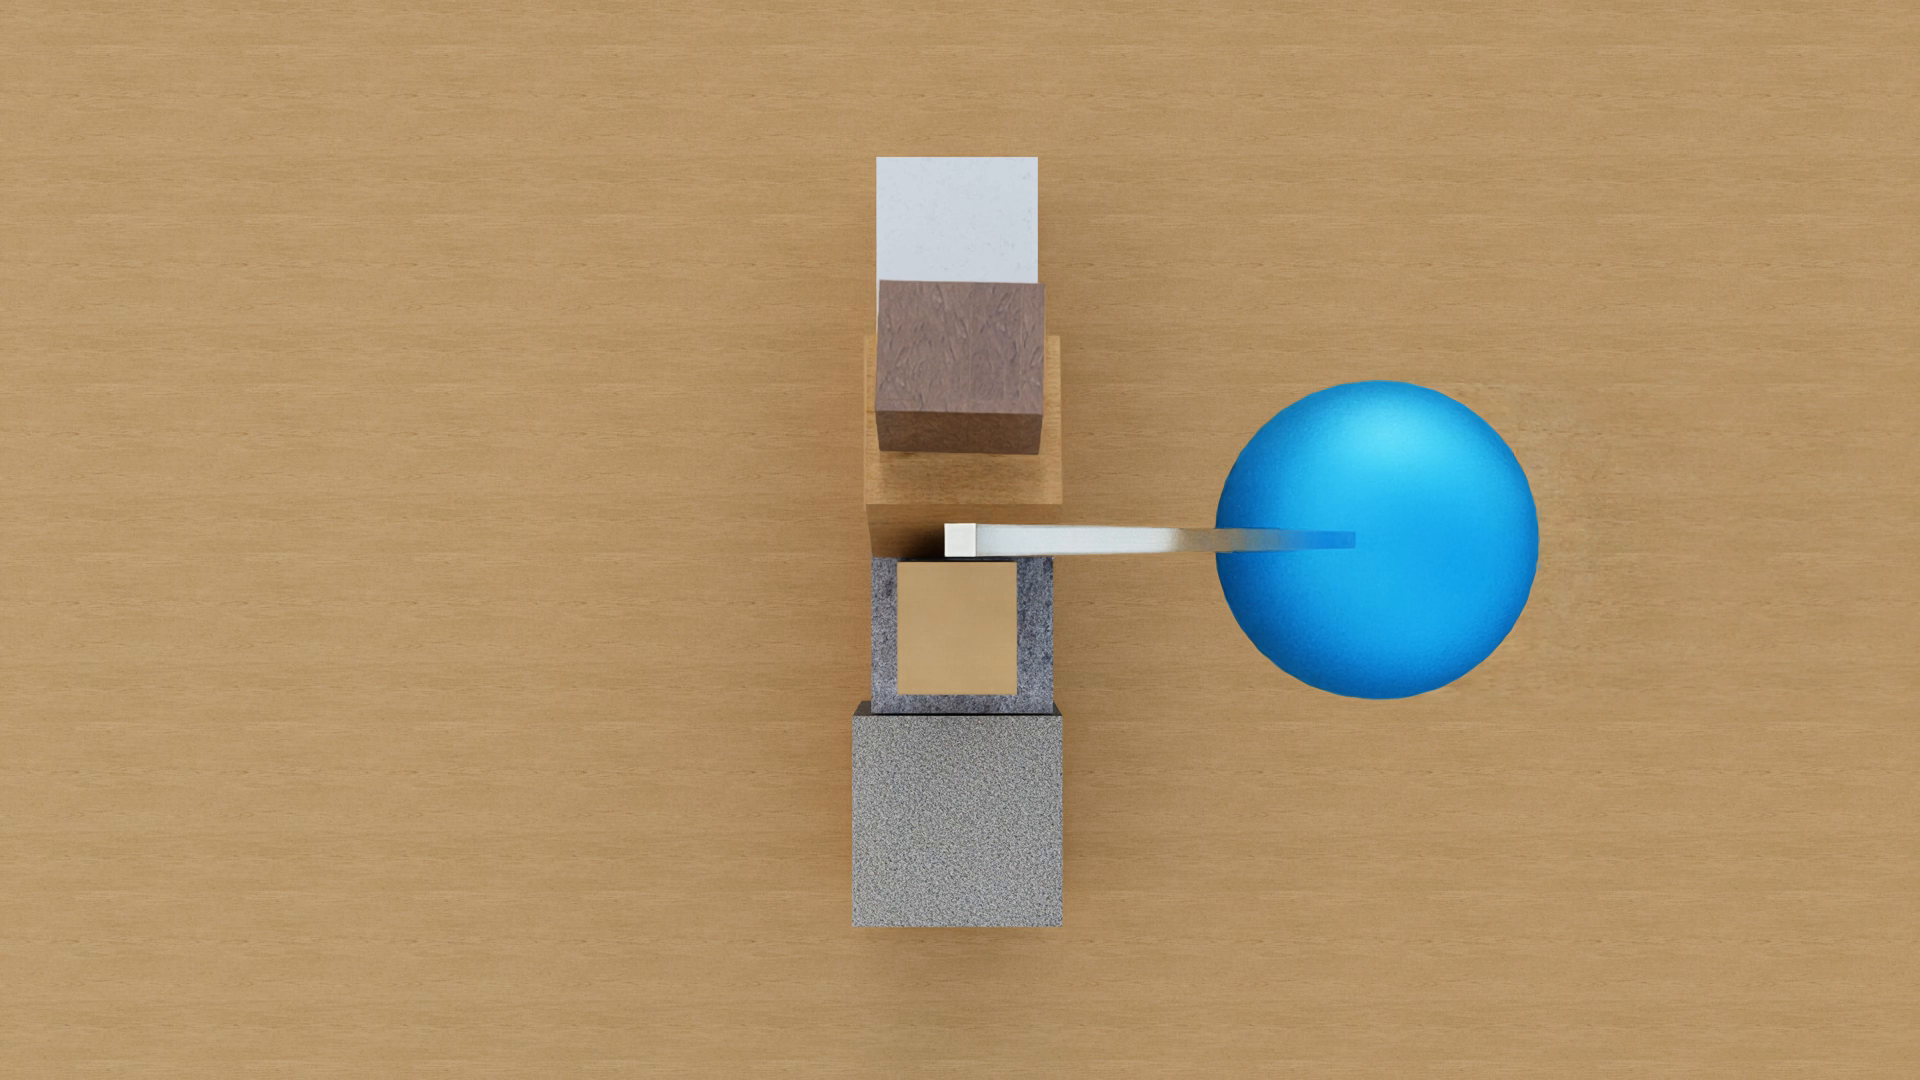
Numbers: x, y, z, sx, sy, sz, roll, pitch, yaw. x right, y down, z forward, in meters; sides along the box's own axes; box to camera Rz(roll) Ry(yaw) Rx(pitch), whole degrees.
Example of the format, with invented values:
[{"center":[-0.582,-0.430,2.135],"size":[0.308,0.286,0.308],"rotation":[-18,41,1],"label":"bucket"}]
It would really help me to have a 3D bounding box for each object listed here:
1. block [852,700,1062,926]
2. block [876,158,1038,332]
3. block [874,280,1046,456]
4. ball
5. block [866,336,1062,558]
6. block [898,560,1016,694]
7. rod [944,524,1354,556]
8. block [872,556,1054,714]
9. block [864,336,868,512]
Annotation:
[{"center":[-0.014,1.519,12.433],"size":[1.136,1.134,1.137],"rotation":[0,90,0],"label":"block"},{"center":[-0.016,-1.612,12.497],"size":[0.878,1.006,0.951],"rotation":[0,90,0],"label":"block"},{"center":[0.003,-0.835,10.741],"size":[0.794,0.632,0.660],"rotation":[1,75,0],"label":"block"},{"center":[2.074,0.000,11.001],"size":[1.600,1.600,1.600],"rotation":[0,90,0],"label":"ball"},{"center":[0.018,-0.471,11.497],"size":[0.975,1.020,0.888],"rotation":[0,75,0],"label":"block"},{"center":[-0.015,0.449,11.558],"size":[0.608,0.759,0.673],"rotation":[0,90,0],"label":"block"},{"center":[0.899,0.000,7.811],"size":[0.080,5.200,0.080],"rotation":[0,90,20],"label":"rod"},{"center":[0.012,0.396,12.469],"size":[0.987,1.062,1.090],"rotation":[0,90,0],"label":"block"},{"center":[-0.003,-0.643,12.554],"size":[1.053,0.893,0.968],"rotation":[0,90,0],"label":"block"}]
